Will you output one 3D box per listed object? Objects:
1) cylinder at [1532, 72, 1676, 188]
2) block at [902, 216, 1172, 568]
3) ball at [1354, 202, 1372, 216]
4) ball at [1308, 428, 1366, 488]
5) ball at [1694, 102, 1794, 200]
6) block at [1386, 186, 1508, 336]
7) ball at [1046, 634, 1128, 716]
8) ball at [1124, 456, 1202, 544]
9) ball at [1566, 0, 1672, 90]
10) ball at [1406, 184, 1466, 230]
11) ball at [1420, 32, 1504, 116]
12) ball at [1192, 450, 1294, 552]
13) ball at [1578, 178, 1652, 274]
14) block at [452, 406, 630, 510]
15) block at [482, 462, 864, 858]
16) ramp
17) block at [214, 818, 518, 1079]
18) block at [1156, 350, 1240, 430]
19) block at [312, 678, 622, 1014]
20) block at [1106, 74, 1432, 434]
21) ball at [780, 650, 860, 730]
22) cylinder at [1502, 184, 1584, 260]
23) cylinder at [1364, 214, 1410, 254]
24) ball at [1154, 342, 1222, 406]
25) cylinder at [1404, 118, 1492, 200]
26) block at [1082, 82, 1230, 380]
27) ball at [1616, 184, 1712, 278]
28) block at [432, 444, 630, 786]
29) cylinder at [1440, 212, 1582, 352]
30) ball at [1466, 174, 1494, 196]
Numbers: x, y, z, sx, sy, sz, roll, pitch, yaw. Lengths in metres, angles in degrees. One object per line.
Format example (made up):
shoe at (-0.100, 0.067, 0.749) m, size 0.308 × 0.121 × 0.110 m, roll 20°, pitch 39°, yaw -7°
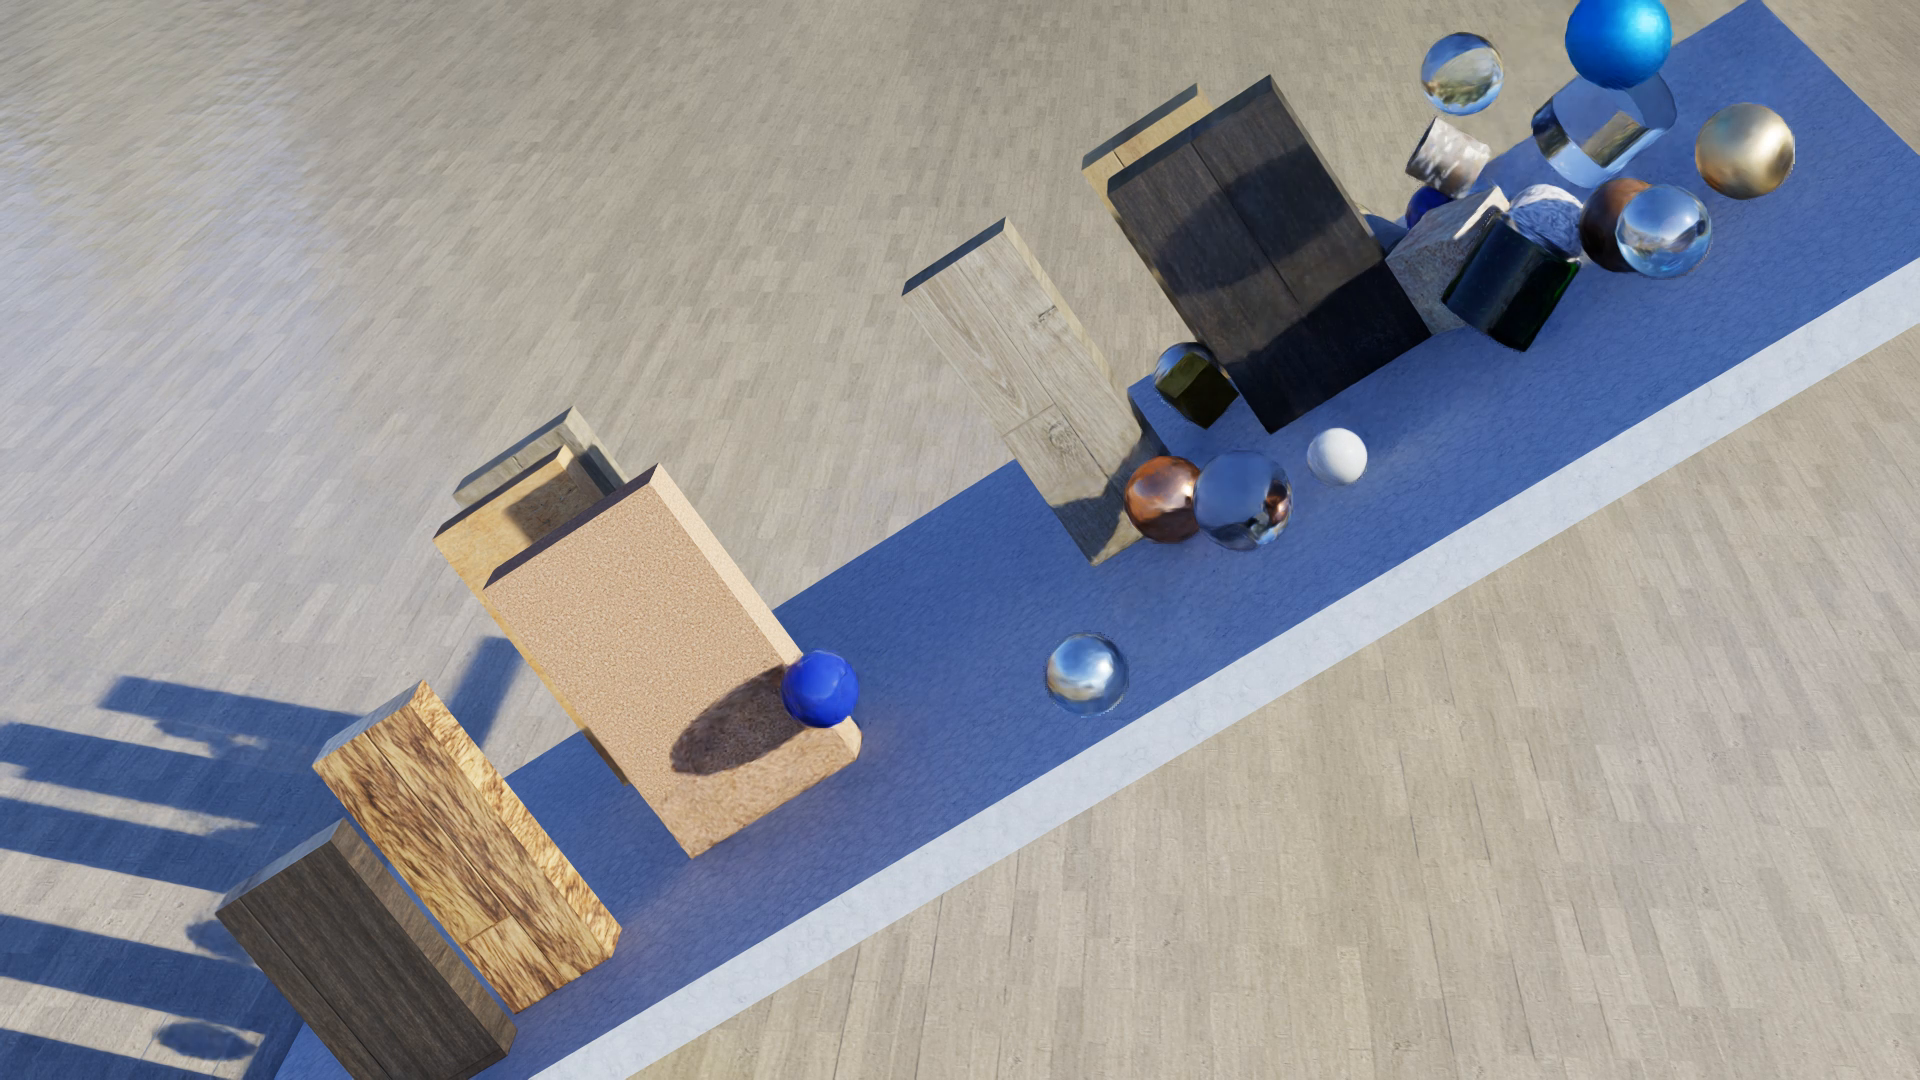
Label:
cylinder at (1.325, -0.869, 6.055) m, size 0.207 × 0.207 × 0.207 m, roll -21°, pitch -15°, yaw -43°
block at (0.187, -0.301, 6.073) m, size 0.251 × 0.705 × 0.115 m, roll -32°, pitch 16°, yaw 15°
ball at (0.842, -0.661, 6.529) m, size 0.193 × 0.193 × 0.193 m, roll 0°, pitch 21°, yaw 0°
ball at (0.720, -0.158, 5.620) m, size 0.113 × 0.113 × 0.113 m, roll 0°, pitch 21°, yaw 0°
ball at (1.484, -0.736, 5.567) m, size 0.182 × 0.182 × 0.182 m, roll 0°, pitch 21°, yaw 0°
block at (1.034, -0.571, 6.022) m, size 0.192 × 0.192 × 0.192 m, roll -15°, pitch 25°, yaw 50°
ball at (0.232, 0.246, 5.396) m, size 0.151 × 0.151 × 0.151 m, roll 0°, pitch 21°, yaw 0°
ball at (0.419, -0.082, 5.925) m, size 0.177 × 0.177 × 0.177 m, roll 0°, pitch 21°, yaw 0°
ball at (1.239, -0.947, 5.533) m, size 0.197 × 0.197 × 0.197 m, roll 0°, pitch 21°, yaw 0°
ball at (1.011, -0.685, 6.204) m, size 0.140 × 0.140 × 0.140 m, roll 0°, pitch 21°, yaw 0°
ball at (1.040, -0.965, 6.090) m, size 0.171 × 0.171 × 0.171 m, roll 0°, pitch 21°, yaw 0°
ball at (0.539, -0.075, 5.610) m, size 0.194 × 0.194 × 0.194 m, roll 0°, pitch 21°, yaw 0°
ball at (1.273, -0.601, 5.622) m, size 0.181 × 0.181 × 0.181 m, roll 0°, pitch 21°, yaw 0°
block at (-0.896, 0.060, 7.314) m, size 0.349 × 0.715 × 0.122 m, roll -32°, pitch 16°, yaw 15°
block at (-0.585, 0.255, 6.046) m, size 0.427 × 0.721 × 0.119 m, roll -32°, pitch 16°, yaw 15°
ramp at (0.137, 0.173, 6.302) m, size 4.000 × 0.100 × 2.000 m, roll -32°, pitch 16°, yaw 15°
block at (-1.171, 0.855, 5.818) m, size 0.295 × 0.564 × 0.101 m, roll -32°, pitch 16°, yaw 15°
block at (0.525, -0.331, 6.497) m, size 0.109 × 0.109 × 0.109 m, roll -47°, pitch 27°, yaw -2°
block at (-0.988, 0.622, 5.926) m, size 0.248 × 0.666 × 0.120 m, roll -32°, pitch 16°, yaw 15°
block at (0.644, -0.589, 6.109) m, size 0.399 × 0.619 × 0.140 m, roll -32°, pitch 16°, yaw 15°
ball at (-0.281, 0.301, 5.909) m, size 0.157 × 0.157 × 0.157 m, roll 0°, pitch 21°, yaw 0°
cylinder at (1.143, -0.588, 5.874) m, size 0.176 × 0.176 × 0.176 m, roll 15°, pitch 47°, yaw 34°
cylinder at (0.921, -0.611, 6.382) m, size 0.153 × 0.153 × 0.153 m, roll -11°, pitch 27°, yaw -27°
ball at (0.514, -0.370, 6.627) m, size 0.153 × 0.153 × 0.153 m, roll 0°, pitch 21°, yaw 0°
cylinder at (1.011, -0.788, 6.097) m, size 0.130 × 0.130 × 0.130 m, roll 29°, pitch 23°, yaw 0°
block at (0.567, -0.695, 6.654) m, size 0.308 × 0.587 × 0.136 m, roll -32°, pitch 16°, yaw 15°
ball at (1.299, -0.570, 5.431) m, size 0.172 × 0.172 × 0.172 m, roll 0°, pitch 21°, yaw 0°
block at (-0.844, 0.179, 6.800) m, size 0.360 × 0.739 × 0.102 m, roll -32°, pitch 16°, yaw 15°
cylinder at (1.054, -0.494, 5.629) m, size 0.193 × 0.193 × 0.193 m, roll 28°, pitch 17°, yaw -9°
ball at (1.080, -0.709, 6.347) m, size 0.181 × 0.181 × 0.181 m, roll 0°, pitch 21°, yaw 0°
